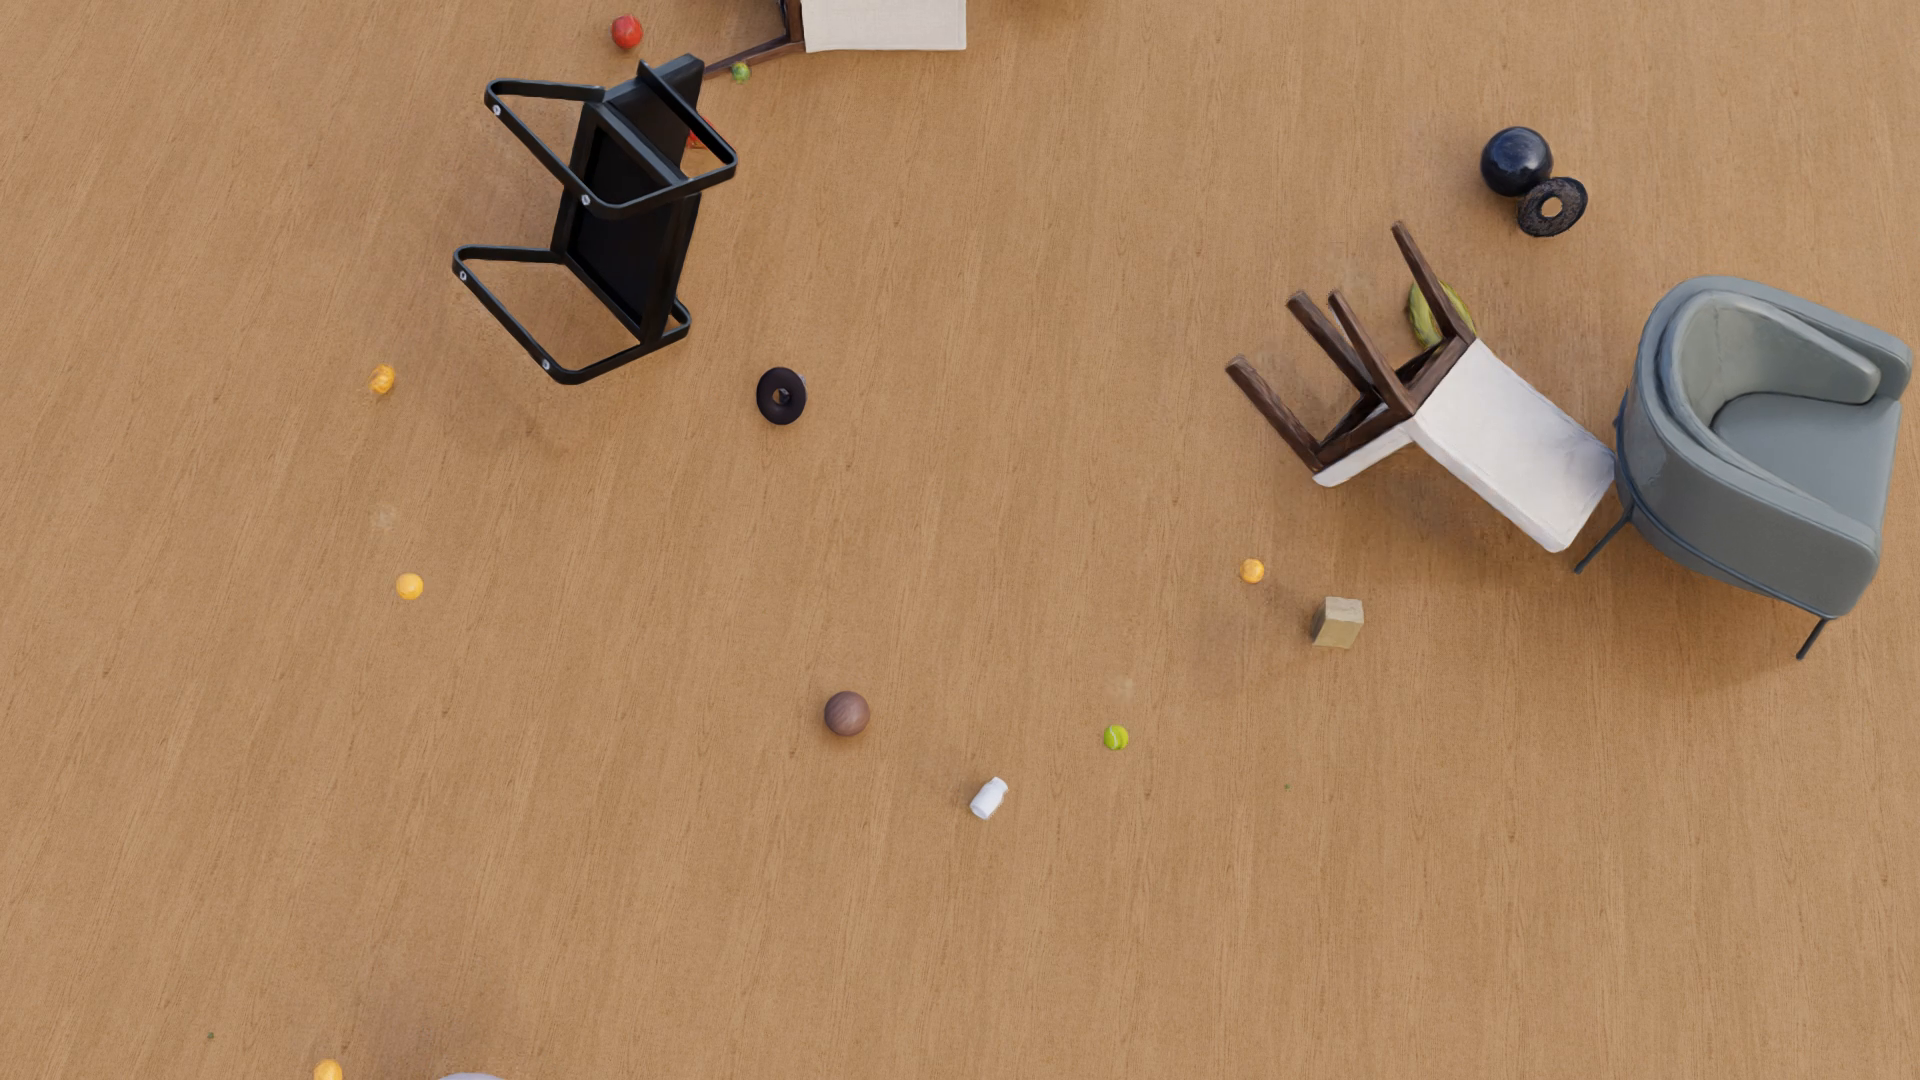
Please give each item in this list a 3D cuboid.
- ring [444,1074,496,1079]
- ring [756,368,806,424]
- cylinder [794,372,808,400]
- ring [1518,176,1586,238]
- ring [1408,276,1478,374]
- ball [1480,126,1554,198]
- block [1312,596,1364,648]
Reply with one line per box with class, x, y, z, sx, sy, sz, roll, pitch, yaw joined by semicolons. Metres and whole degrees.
ring;-1.181;1.536;5.418;0.404;0.163;0.478;-31;70;-32
ring;-0.545;-0.437;6.696;0.152;0.285;0.040;-7;58;-5
cylinder;-0.519;-0.461;6.834;0.090;0.082;0.080;-38;64;-22
ring;1.929;-1.084;7.167;0.052;0.276;0.181;-15;83;-40
ring;1.538;-0.686;7.003;0.193;0.053;0.412;-9;56;-6
ball;1.842;-1.249;7.271;0.235;0.235;0.235;0;56;0
block;1.084;0.237;6.319;0.109;0.145;0.076;7;56;-5
